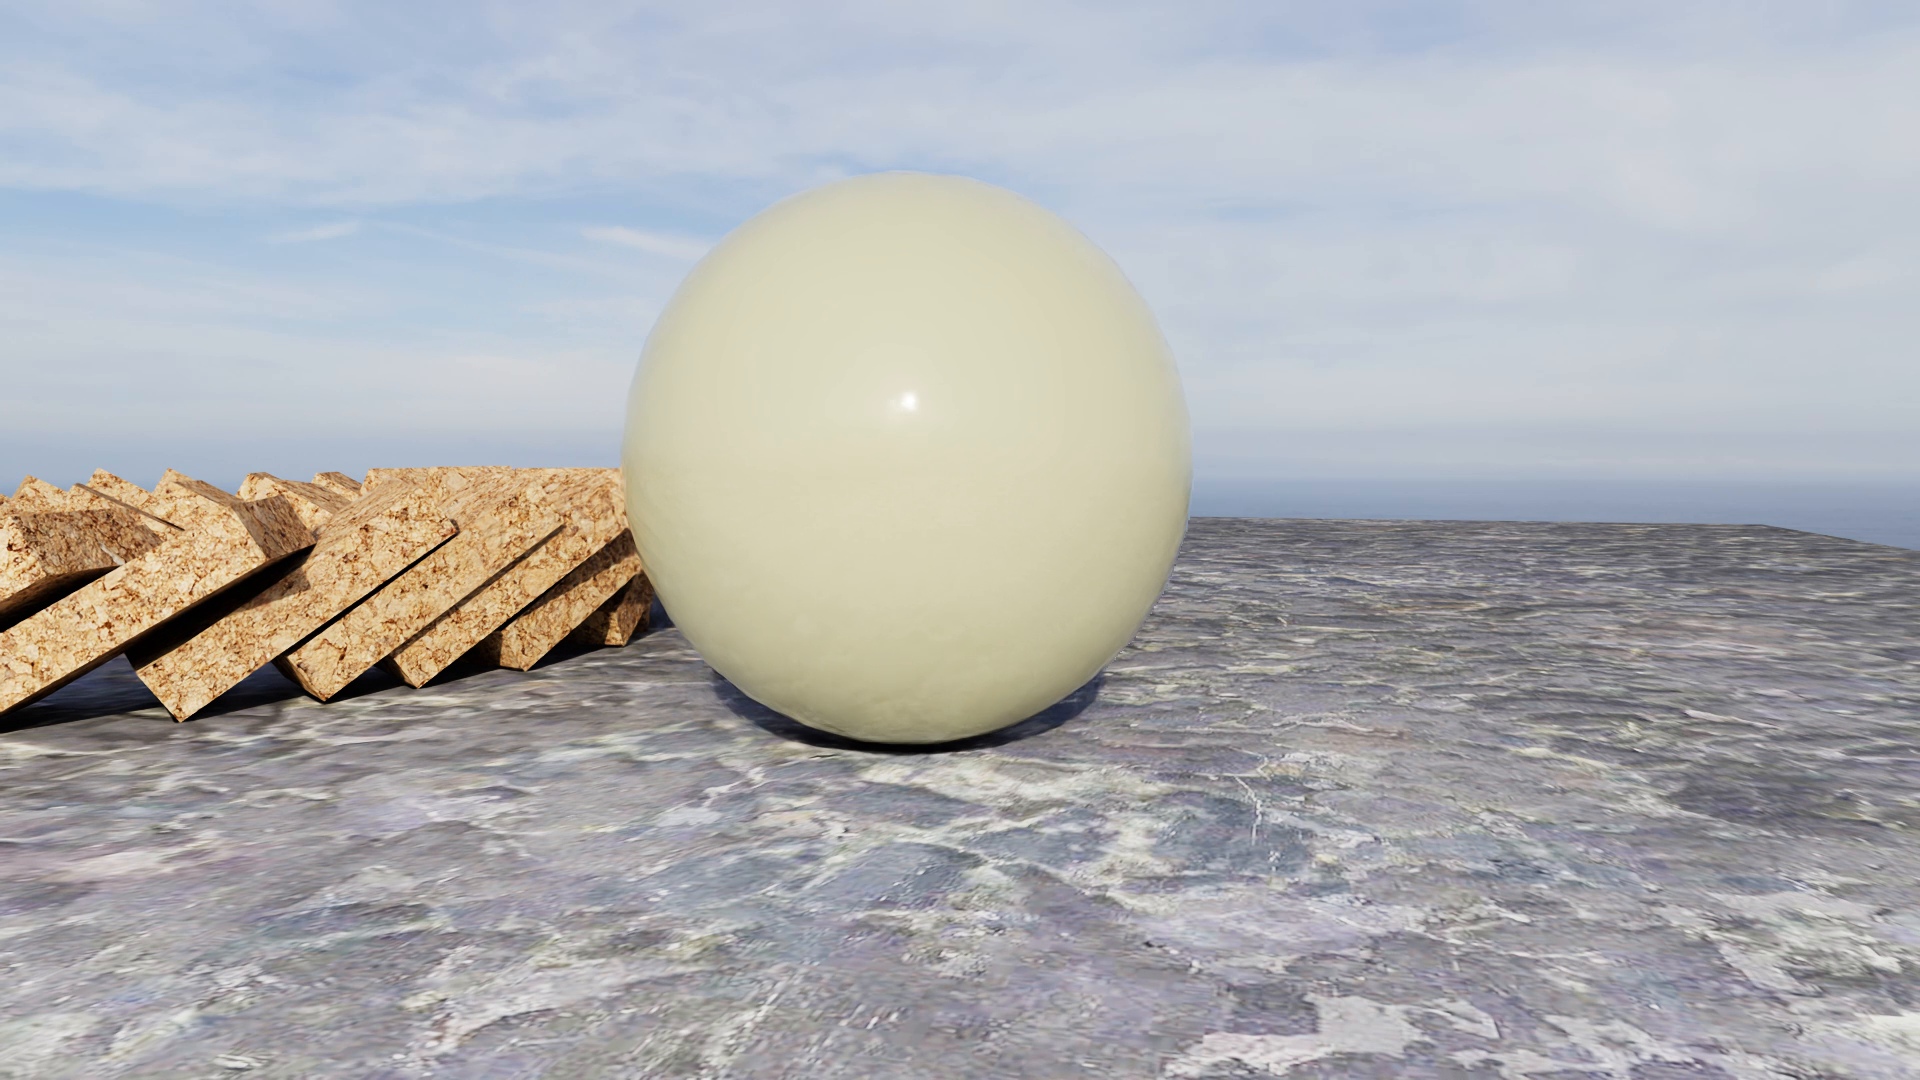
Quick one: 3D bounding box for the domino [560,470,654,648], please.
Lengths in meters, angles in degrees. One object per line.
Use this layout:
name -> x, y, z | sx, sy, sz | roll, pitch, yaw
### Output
domino -> -0.079, 0.003, 0.287 | 0.025, 0.009, 0.050 | 4, 37, 8

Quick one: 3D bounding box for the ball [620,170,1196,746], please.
ball -> -0.007, -0.011, 0.183 | 0.080, 0.080, 0.080 | 0, 4, 0

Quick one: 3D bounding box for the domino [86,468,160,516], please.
domino -> -0.255, -0.006, 0.415 | 0.050, 0.010, 0.025 | 34, -17, -31

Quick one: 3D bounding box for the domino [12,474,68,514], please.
domino -> -0.268, -0.004, 0.403 | 0.050, 0.009, 0.025 | 34, -17, -35

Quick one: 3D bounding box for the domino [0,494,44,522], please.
domino -> -0.279, -0.003, 0.383 | 0.025, 0.010, 0.050 | 2, -26, 36

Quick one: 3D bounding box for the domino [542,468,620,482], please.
domino -> -0.092, 0.000, 0.324 | 0.025, 0.010, 0.050 | -1, 38, -16

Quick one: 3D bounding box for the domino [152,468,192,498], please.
domino -> -0.239, -0.007, 0.427 | 0.050, 0.009, 0.025 | 31, -13, -23

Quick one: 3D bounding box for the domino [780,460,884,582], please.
domino -> -0.034, -0.007, 0.406 | 0.025, 0.009, 0.050 | -1, 38, -44

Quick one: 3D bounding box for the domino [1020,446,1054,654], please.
domino -> 0.005, 0.001, 0.274 | 0.025, 0.050, 0.010 | 1, -40, 10

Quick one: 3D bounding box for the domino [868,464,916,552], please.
domino -> -0.008, -0.004, 0.379 | 0.025, 0.010, 0.050 | 2, 36, -26

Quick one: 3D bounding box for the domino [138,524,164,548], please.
domino -> -0.193, 0.010, 0.278 | 0.025, 0.010, 0.050 | -42, 11, -6

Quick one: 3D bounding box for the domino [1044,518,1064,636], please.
domino -> 0.011, -0.001, 0.300 | 0.025, 0.050, 0.009 | 1, -40, 10

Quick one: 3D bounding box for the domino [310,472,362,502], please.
domino -> -0.199, -0.007, 0.446 | 0.050, 0.010, 0.025 | 29, -2, -12

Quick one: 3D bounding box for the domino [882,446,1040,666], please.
domino -> 0.001, 0.002, 0.261 | 0.025, 0.050, 0.010 | 1, -40, 10

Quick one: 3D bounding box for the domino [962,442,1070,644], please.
domino -> 0.009, 0.000, 0.287 | 0.025, 0.050, 0.009 | 3, -40, 12

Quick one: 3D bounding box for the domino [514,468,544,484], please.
domino -> -0.102, -0.001, 0.340 | 0.025, 0.010, 0.050 | -2, 39, -25

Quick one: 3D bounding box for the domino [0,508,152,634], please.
domino -> -0.151, 0.012, 0.192 | 0.050, 0.009, 0.025 | -29, 4, 2

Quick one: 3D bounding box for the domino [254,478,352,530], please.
domino -> -0.168, -0.001, 0.359 | 0.050, 0.010, 0.025 | 27, 1, 7

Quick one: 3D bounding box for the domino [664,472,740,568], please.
domino -> -0.097, -0.008, 0.448 | 0.050, 0.009, 0.025 | 34, 17, 25

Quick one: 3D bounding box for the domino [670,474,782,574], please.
domino -> -0.076, -0.006, 0.437 | 0.050, 0.010, 0.025 | 36, 24, 30

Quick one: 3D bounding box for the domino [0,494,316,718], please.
domino -> -0.129, 0.011, 0.199 | 0.050, 0.010, 0.025 | -31, 11, -7

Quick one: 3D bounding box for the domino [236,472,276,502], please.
domino -> -0.218, -0.007, 0.439 | 0.050, 0.009, 0.025 | 29, -5, -17

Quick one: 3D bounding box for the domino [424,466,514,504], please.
domino -> -0.123, -0.002, 0.351 | 0.050, 0.009, 0.025 | 42, 26, 26

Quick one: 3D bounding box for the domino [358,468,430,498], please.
domino -> -0.141, -0.002, 0.358 | 0.050, 0.009, 0.025 | 38, 19, 20

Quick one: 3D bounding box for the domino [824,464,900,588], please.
domino -> -0.020, -0.005, 0.392 | 0.025, 0.010, 0.050 | -2, 39, -35

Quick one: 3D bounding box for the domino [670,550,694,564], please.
domino -> -0.117, -0.009, 0.455 | 0.050, 0.009, 0.025 | 33, 13, 20

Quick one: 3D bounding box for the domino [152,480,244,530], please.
domino -> -0.187, 0.000, 0.348 | 0.050, 0.009, 0.025 | 29, -4, -15

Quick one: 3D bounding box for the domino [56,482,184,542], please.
domino -> -0.203, 0.001, 0.330 | 0.050, 0.009, 0.025 | 31, -13, -30

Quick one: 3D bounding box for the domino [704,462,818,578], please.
domino -> -0.060, -0.008, 0.427 | 0.050, 0.009, 0.025 | 44, 28, 28

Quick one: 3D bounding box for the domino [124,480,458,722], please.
domino -> -0.112, 0.008, 0.215 | 0.050, 0.010, 0.025 | -41, 27, -27

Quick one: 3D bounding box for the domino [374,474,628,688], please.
domino -> -0.088, 0.006, 0.243 | 0.025, 0.010, 0.050 | 8, 42, 48

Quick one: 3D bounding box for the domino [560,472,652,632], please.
domino -> -0.085, 0.002, 0.306 | 0.025, 0.009, 0.050 | -1, 38, -7

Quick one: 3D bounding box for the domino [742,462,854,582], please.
domino -> -0.046, -0.007, 0.416 | 0.025, 0.010, 0.050 | -4, 41, -47

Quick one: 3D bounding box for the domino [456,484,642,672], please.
domino -> -0.081, 0.006, 0.261 | 0.025, 0.009, 0.050 | 3, 36, 35

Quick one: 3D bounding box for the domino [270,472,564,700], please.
domino -> -0.098, 0.007, 0.229 | 0.025, 0.009, 0.050 | 7, 42, 48
